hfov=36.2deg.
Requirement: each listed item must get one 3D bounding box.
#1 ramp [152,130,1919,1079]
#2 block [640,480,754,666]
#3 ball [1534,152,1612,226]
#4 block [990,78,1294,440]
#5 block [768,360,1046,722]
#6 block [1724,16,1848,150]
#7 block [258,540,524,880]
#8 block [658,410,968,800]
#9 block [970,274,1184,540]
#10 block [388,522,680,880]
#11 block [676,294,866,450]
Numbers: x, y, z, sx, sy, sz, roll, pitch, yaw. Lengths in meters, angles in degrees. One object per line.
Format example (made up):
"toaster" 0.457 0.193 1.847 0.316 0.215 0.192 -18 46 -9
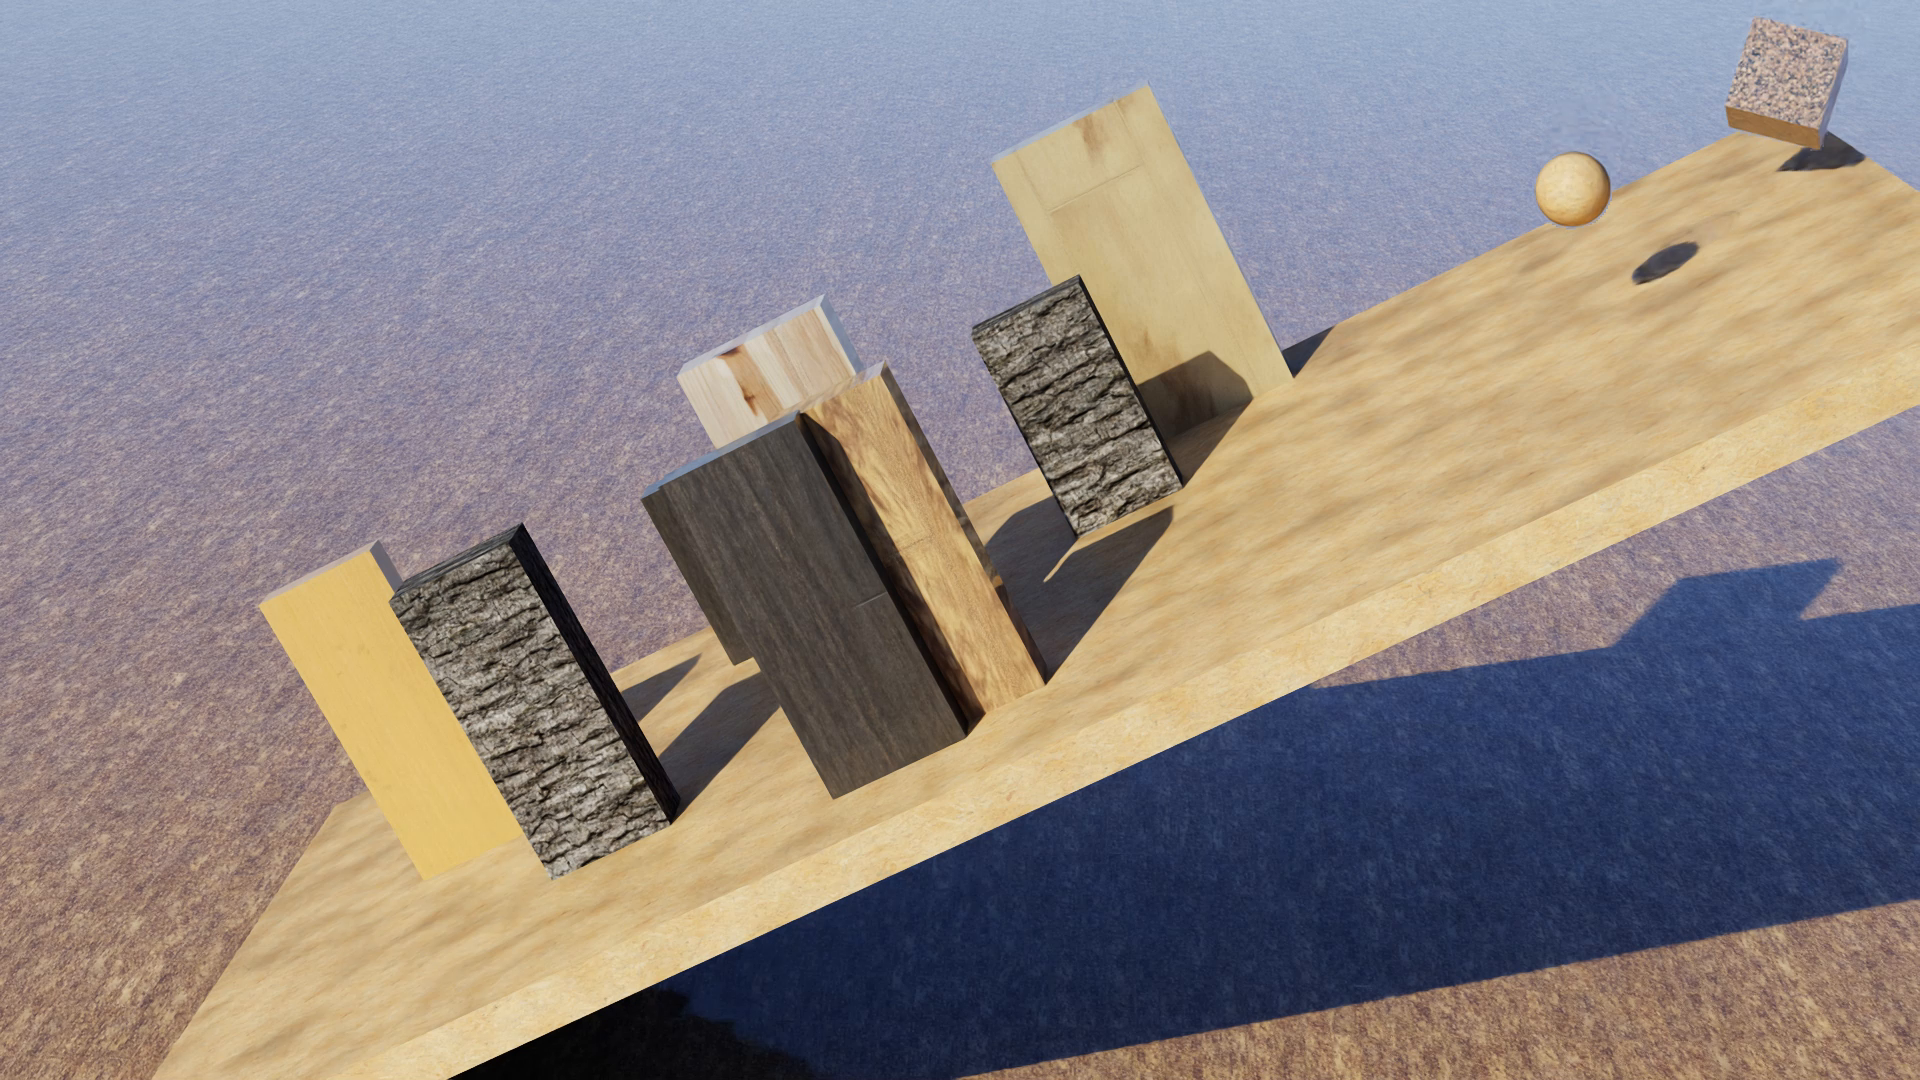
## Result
"ramp" 0.140 0.168 6.281 4.000 0.100 2.000 -26 14 10
"block" -0.498 0.021 6.873 0.302 0.455 0.111 -26 14 10
"ball" 1.222 -0.699 5.864 0.149 0.149 0.149 0 17 0
"block" 0.423 -0.629 6.799 0.399 0.762 0.105 -26 14 10
"block" -0.099 0.021 5.616 0.247 0.682 0.117 -26 14 10
"block" 1.720 -0.948 6.114 0.194 0.194 0.194 18 0 18
"block" -1.222 0.376 6.436 0.280 0.715 0.083 -26 14 10
"block" -0.271 0.126 5.545 0.287 0.694 0.082 -26 14 10
"block" 0.258 -0.290 6.424 0.260 0.509 0.101 -26 14 10
"block" -0.861 0.331 5.993 0.279 0.670 0.144 -26 14 10
"block" -0.246 -0.081 6.063 0.330 0.781 0.115 -26 14 10
